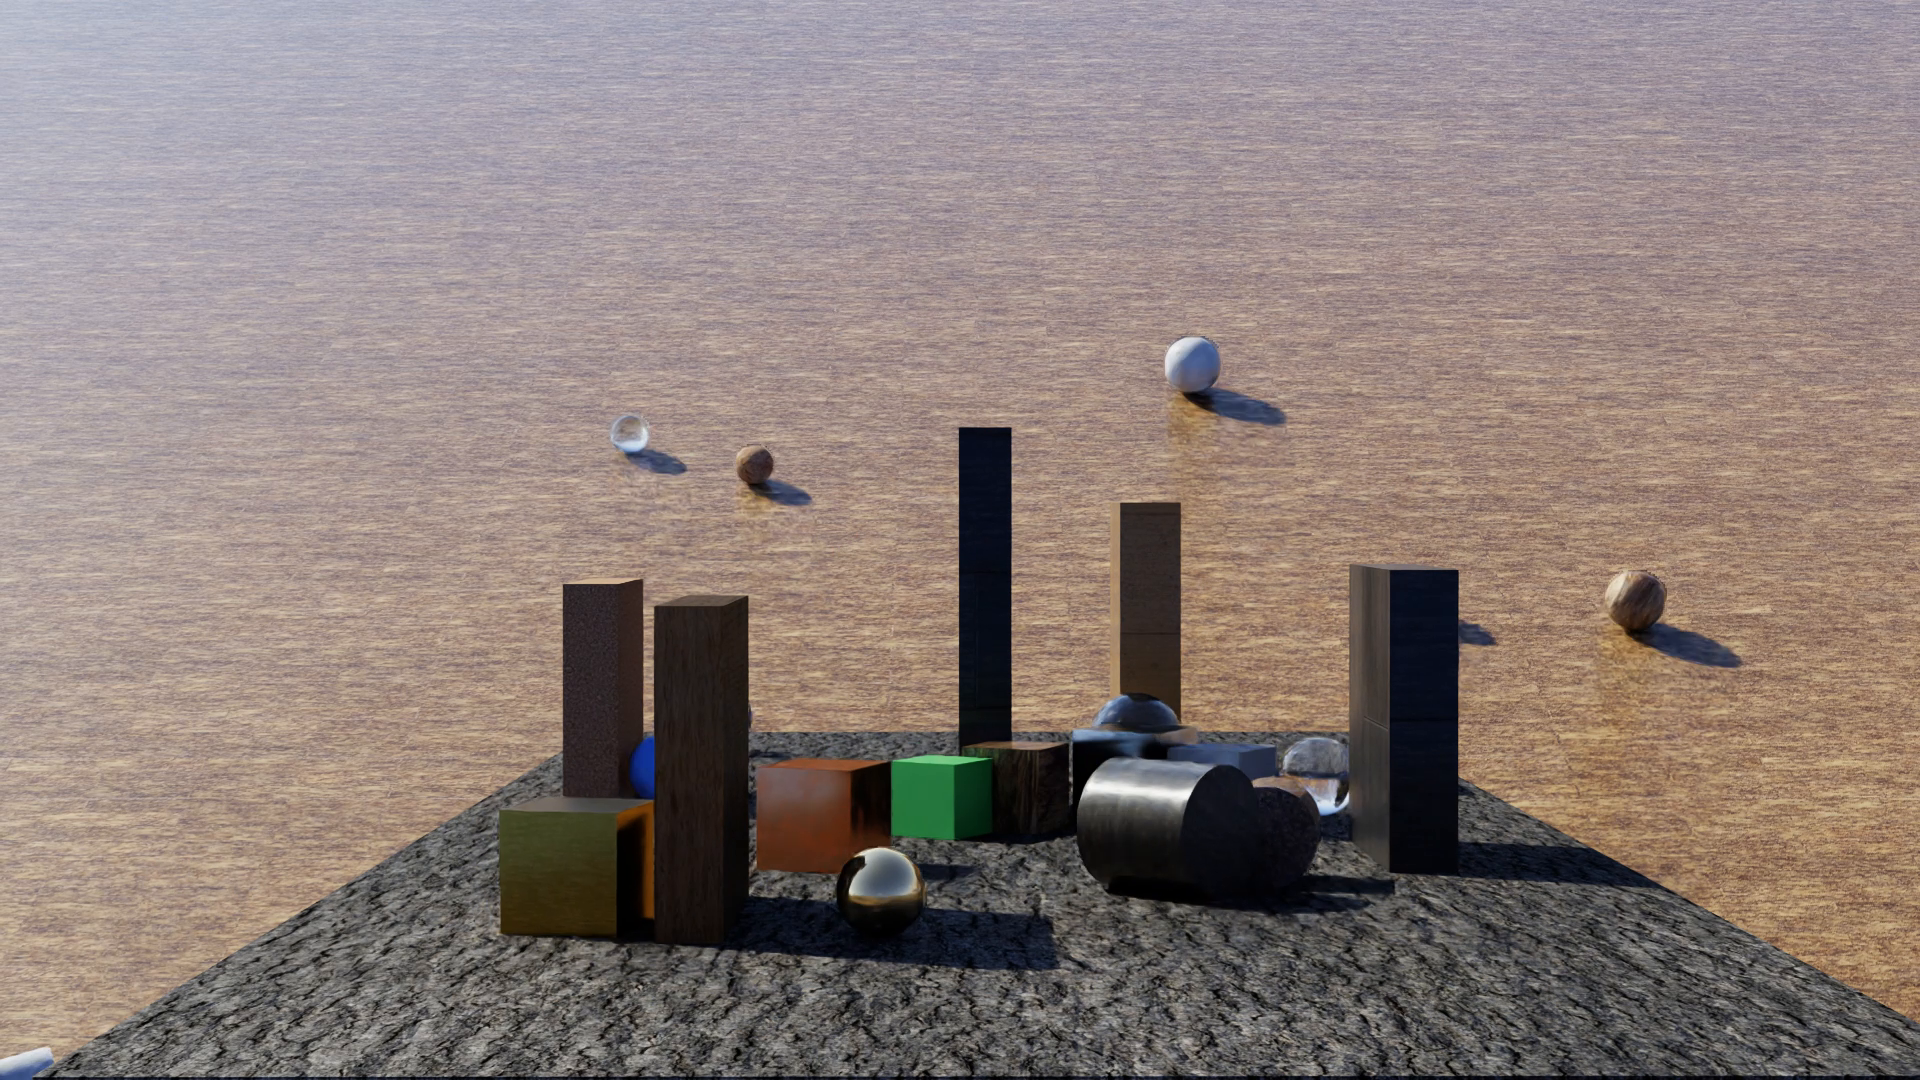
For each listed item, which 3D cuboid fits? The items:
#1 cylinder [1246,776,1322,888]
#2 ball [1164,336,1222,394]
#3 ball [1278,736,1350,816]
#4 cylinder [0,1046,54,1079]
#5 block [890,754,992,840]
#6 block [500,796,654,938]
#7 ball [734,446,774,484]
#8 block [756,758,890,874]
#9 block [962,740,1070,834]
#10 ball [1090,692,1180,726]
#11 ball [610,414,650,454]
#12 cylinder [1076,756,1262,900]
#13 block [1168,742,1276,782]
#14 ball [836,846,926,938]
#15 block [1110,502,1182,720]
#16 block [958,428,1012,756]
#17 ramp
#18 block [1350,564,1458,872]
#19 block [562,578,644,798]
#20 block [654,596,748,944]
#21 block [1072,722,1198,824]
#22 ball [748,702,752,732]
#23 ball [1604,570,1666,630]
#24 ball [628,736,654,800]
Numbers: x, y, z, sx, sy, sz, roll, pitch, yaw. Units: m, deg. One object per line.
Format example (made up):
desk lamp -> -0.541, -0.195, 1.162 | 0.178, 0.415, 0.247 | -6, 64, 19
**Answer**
cylinder -> 0.476, 0.447, 3.966 | 0.153, 0.153, 0.153 | 5, 2, 10
ball -> 0.776, -0.583, 8.619 | 0.190, 0.190, 0.190 | 0, 28, 0
ball -> 0.664, 0.438, 4.788 | 0.149, 0.149, 0.149 | 0, 28, 0
cylinder -> -1.965, 1.141, 5.433 | 0.122, 0.122, 0.122 | -14, 31, -25
block -> -0.032, 0.451, 4.537 | 0.131, 0.131, 0.131 | 0, 1, 31
block -> -0.520, 0.446, 3.541 | 0.167, 0.167, 0.167 | 0, 1, 13
ball -> -0.640, -0.234, 8.033 | 0.120, 0.120, 0.120 | 0, 28, 0
block -> -0.217, 0.440, 4.141 | 0.162, 0.162, 0.162 | 0, 1, 21
block -> 0.100, 0.441, 4.630 | 0.148, 0.148, 0.148 | 0, 1, 24
ball -> 0.360, 0.410, 5.295 | 0.194, 0.194, 0.194 | 0, 28, 0
ball -> -1.051, -0.337, 8.227 | 0.122, 0.122, 0.122 | 0, 28, 0
cylinder -> 0.311, 0.426, 3.841 | 0.196, 0.196, 0.196 | 0, 22, 42
block -> 0.469, 0.443, 4.633 | 0.143, 0.143, 0.143 | 0, 1, 33
ball -> -0.106, 0.470, 3.451 | 0.120, 0.120, 0.120 | 0, 28, 0
block -> 0.397, 0.211, 5.562 | 0.127, 0.584, 0.345 | 0, 1, 0
block -> 0.046, 0.152, 4.893 | 0.096, 0.720, 0.339 | 0, 1, 0
ramp -> 0.063, 0.565, 4.605 | 2.000, 0.100, 4.000 | 0, 1, 0
block -> 0.727, 0.282, 4.257 | 0.108, 0.475, 0.417 | 0, 1, 0
block -> -0.702, 0.295, 5.105 | 0.105, 0.429, 0.397 | 0, 1, 0
block -> -0.357, 0.306, 3.604 | 0.091, 0.444, 0.418 | 0, 1, 0
block -> 0.320, 0.429, 4.717 | 0.171, 0.171, 0.171 | 0, 1, 30
ball -> -0.568, 0.415, 6.053 | 0.164, 0.164, 0.164 | 0, 28, 0
ball -> 1.888, 0.169, 7.224 | 0.166, 0.166, 0.166 | 0, 28, 0
ball -> -0.567, 0.441, 4.966 | 0.140, 0.140, 0.140 | 0, 28, 0
